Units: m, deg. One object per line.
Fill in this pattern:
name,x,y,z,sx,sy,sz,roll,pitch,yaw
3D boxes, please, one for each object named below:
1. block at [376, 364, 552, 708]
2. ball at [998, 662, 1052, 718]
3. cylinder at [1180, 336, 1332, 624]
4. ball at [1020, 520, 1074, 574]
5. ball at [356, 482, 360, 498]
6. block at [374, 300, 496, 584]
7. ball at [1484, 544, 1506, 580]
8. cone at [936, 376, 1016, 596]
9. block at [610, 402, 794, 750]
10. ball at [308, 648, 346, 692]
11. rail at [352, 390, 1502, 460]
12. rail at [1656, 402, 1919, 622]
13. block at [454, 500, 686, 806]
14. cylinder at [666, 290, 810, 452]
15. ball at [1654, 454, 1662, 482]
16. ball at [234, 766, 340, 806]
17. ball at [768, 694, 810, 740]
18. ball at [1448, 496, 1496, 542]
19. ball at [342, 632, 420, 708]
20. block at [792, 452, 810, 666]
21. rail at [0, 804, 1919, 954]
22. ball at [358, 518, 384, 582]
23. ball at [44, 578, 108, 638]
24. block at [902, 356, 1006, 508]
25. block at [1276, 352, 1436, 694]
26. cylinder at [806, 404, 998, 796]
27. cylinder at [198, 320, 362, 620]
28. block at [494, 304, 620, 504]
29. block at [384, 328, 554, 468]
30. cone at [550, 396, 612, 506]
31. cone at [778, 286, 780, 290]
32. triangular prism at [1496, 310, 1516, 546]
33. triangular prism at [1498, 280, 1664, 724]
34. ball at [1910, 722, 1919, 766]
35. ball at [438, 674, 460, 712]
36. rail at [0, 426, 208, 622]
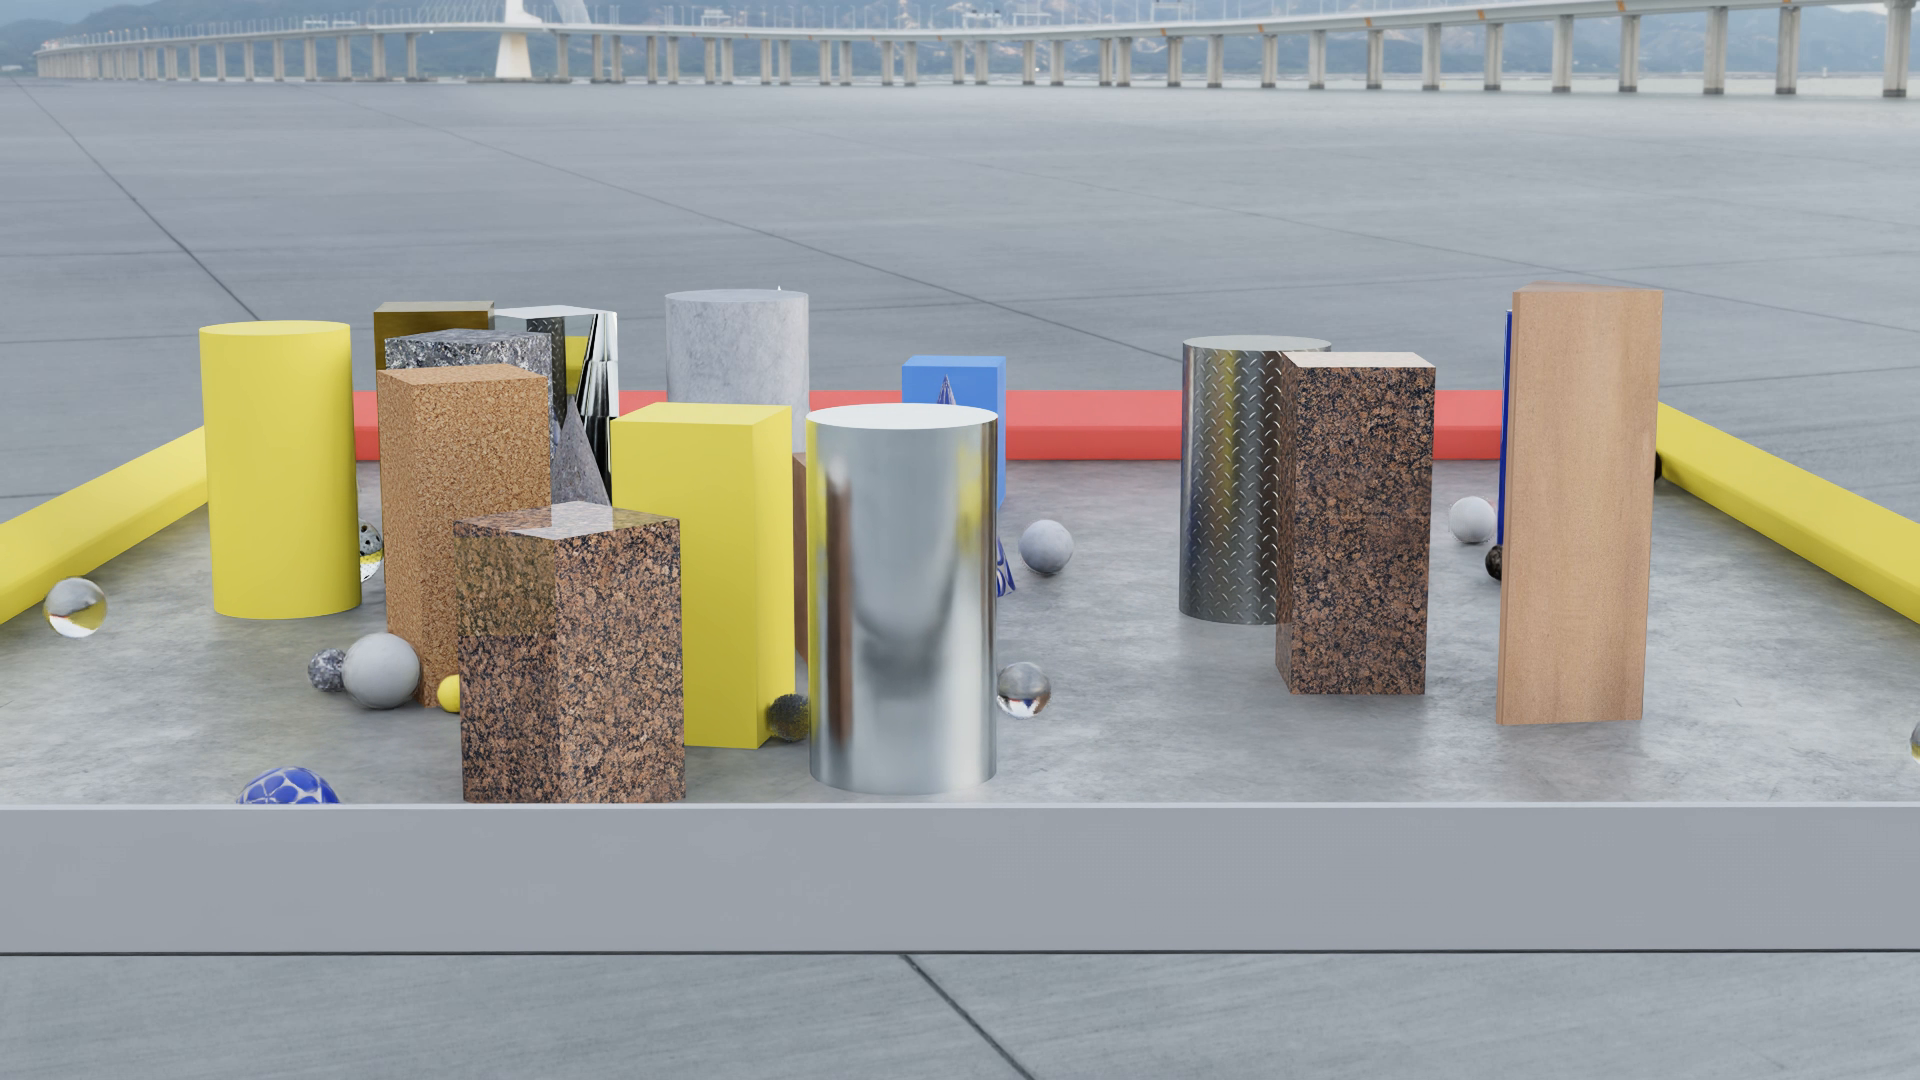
block,-0.579,-0.010,3.013,0.157,0.373,0.157,-5,12,-27
ball,0.071,0.169,2.894,0.064,0.064,0.064,0,11,0
cylinder,0.395,-0.084,3.441,0.196,0.362,0.196,0,11,0
ball,0.126,0.009,3.718,0.077,0.077,0.077,0,11,0
ball,-1.021,-0.078,4.198,0.075,0.075,0.075,0,11,0
block,-0.749,-0.144,3.696,0.157,0.386,0.157,-1,11,-7
ball,0.776,0.032,3.665,0.052,0.052,0.052,0,11,0
cone,-0.019,-0.083,3.591,0.196,0.304,0.196,0,11,0
block,-0.280,0.035,2.824,0.157,0.352,0.157,2,11,11
ball,-0.741,0.153,3.018,0.051,0.051,0.051,0,11,0
rail,-0.008,-0.210,4.759,2.534,0.127,0.045,0,11,0
rail,1.243,0.031,3.456,0.045,0.127,2.713,0,11,0
block,-0.387,0.120,2.551,0.157,0.285,0.157,9,14,42
cylinder,-0.306,-0.131,3.549,0.196,0.415,0.196,0,11,0
ball,1.186,-0.127,4.470,0.072,0.072,0.072,0,11,0
ball,-0.613,0.255,2.339,0.098,0.098,0.098,0,11,0
ball,-0.184,0.193,2.800,0.051,0.051,0.051,0,11,0
ball,0.790,-0.032,3.957,0.071,0.071,0.071,0,11,0
ball,-0.663,0.150,2.935,0.087,0.087,0.087,0,11,0
block,-0.120,0.022,3.189,0.157,0.246,0.157,-2,11,-13
rail,0.008,0.276,2.138,2.534,0.127,0.045,0,11,0
ball,-0.866,0.015,3.635,0.097,0.097,0.097,0,11,0
ball,-1.136,0.087,3.297,0.078,0.078,0.078,0,11,0
block,-0.009,-0.179,4.289,0.157,0.241,0.157,1,11,6
block,0.466,-0.023,3.048,0.157,0.385,0.157,0,11,0
cylinder,-0.059,0.057,2.652,0.196,0.373,0.196,0,11,0
cylinder,-0.919,-0.099,3.475,0.196,0.378,0.196,0,11,0
block,-0.628,-0.168,3.900,0.157,0.359,0.157,-9,14,-40
block,-0.660,-0.093,3.478,0.157,0.367,0.157,5,12,25
cone,-0.495,-0.033,3.302,0.196,0.312,0.196,0,11,0
cone,-0.265,-0.174,3.799,0.196,0.408,0.196,0,11,0
triangular prism,0.896,-0.149,3.749,0.170,0.378,0.147,6,12,29
triangular prism,0.675,-0.047,2.909,0.170,0.483,0.147,-2,11,-9
ball,1.019,0.212,2.654,0.068,0.068,0.068,0,11,0
ball,-0.572,0.175,2.920,0.043,0.043,0.043,0,11,0
rail,-1.243,0.034,3.442,0.045,0.127,2.713,0,11,0
